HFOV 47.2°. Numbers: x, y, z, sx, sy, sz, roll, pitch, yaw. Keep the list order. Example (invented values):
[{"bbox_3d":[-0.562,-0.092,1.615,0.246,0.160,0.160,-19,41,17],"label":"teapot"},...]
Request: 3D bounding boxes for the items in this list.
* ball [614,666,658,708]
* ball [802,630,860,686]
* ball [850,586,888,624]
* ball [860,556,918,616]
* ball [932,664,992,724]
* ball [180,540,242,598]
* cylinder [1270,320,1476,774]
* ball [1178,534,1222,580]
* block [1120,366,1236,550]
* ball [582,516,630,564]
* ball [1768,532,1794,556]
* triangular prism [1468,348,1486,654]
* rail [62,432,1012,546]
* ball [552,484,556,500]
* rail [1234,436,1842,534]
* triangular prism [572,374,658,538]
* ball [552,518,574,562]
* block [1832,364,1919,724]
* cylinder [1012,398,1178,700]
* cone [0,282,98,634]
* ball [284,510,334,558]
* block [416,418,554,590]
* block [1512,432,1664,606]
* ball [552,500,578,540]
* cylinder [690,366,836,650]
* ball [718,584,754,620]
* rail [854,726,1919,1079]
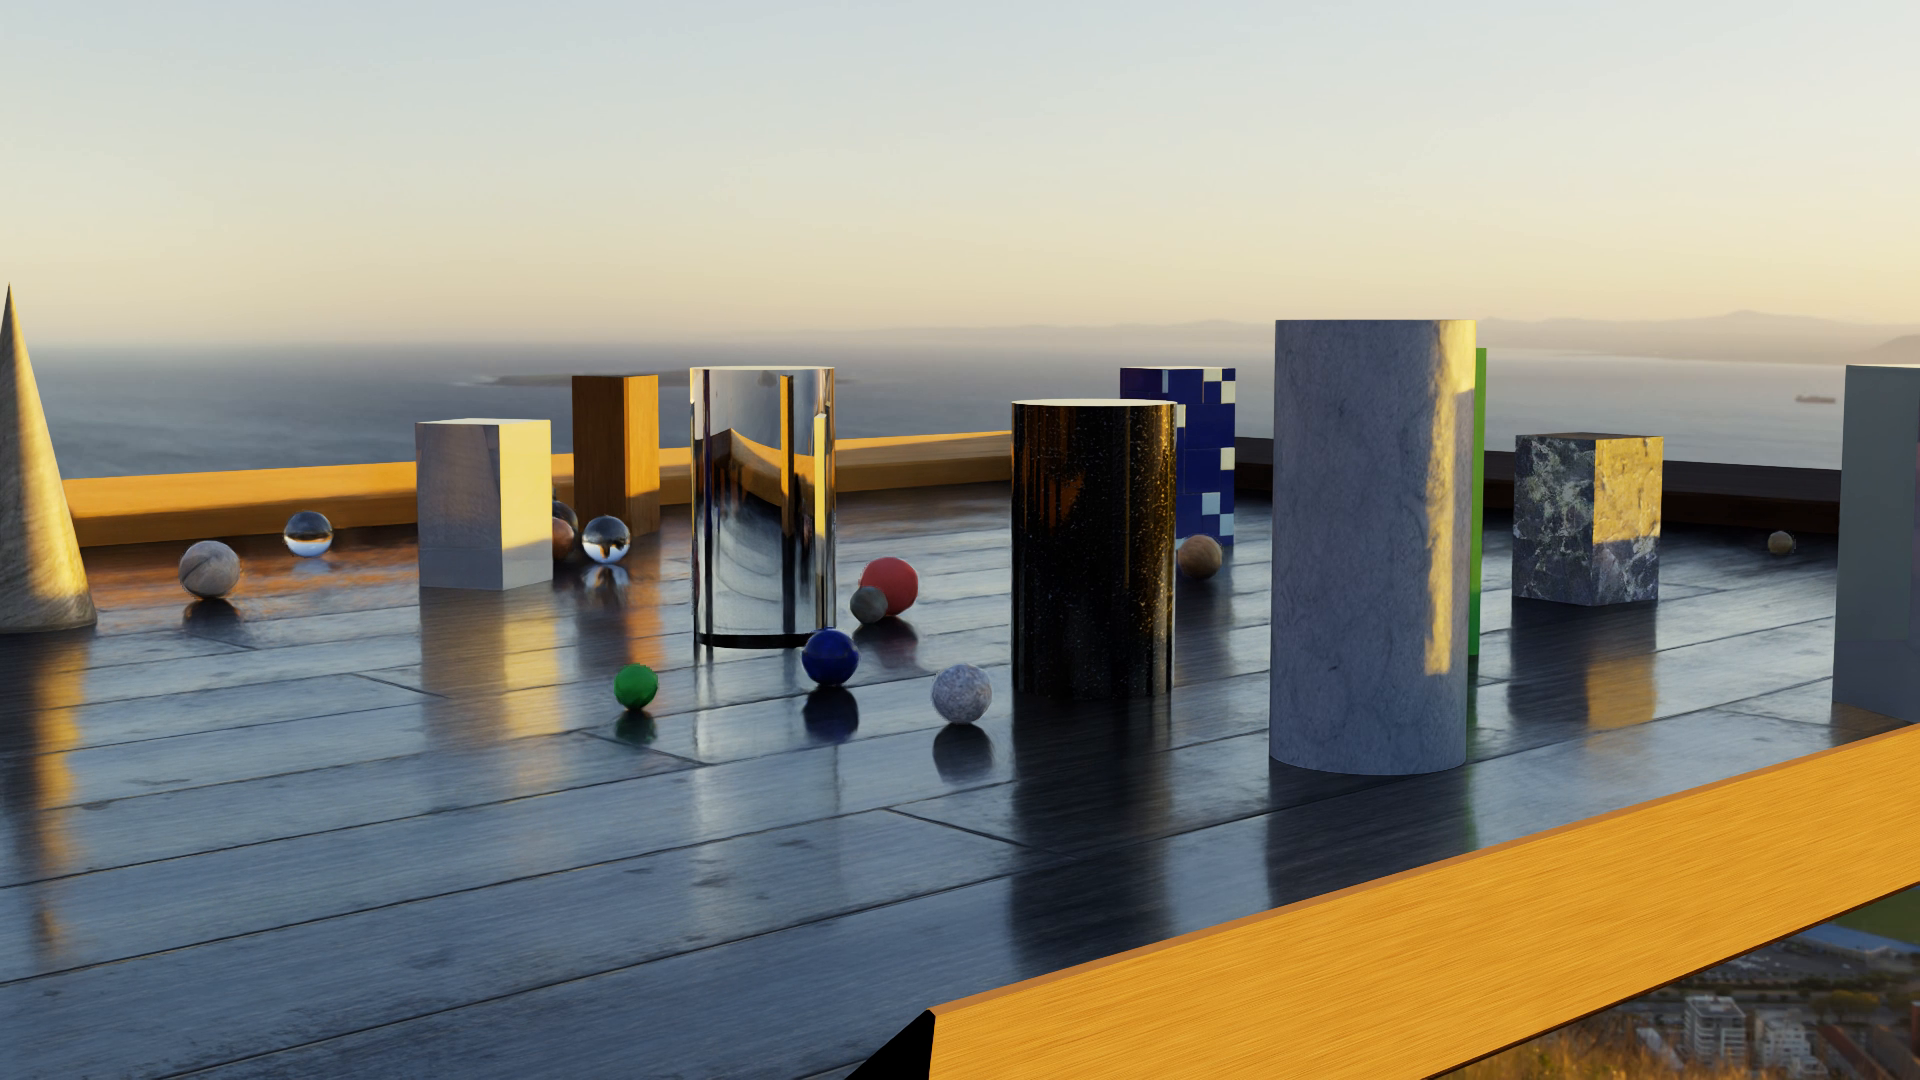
[{"bbox_3d":[-0.363,0.165,2.459,0.049,0.049,0.049,0,6,0],"label":"ball"},{"bbox_3d":[-0.153,0.139,2.607,0.068,0.068,0.068,0,6,0],"label":"ball"},{"bbox_3d":[-0.130,0.092,3.127,0.053,0.053,0.053,0,6,0],"label":"ball"},{"bbox_3d":[-0.103,0.067,3.209,0.086,0.086,0.086,0,6,0],"label":"ball"},{"bbox_3d":[0.002,0.165,2.373,0.065,0.065,0.065,0,6,0],"label":"ball"},{"bbox_3d":[-1.157,0.046,3.393,0.090,0.090,0.090,0,6,0],"label":"ball"},{"bbox_3d":[0.408,-0.001,2.184,0.194,0.434,0.194,0,6,0],"label":"cylinder"},{"bbox_3d":[0.396,0.029,3.632,0.075,0.075,0.075,0,6,0],"label":"ball"},{"bbox_3d":[0.411,-0.159,4.176,0.156,0.335,0.156,-4,7,-30],"label":"block"},{"bbox_3d":[-0.621,-0.001,3.862,0.085,0.085,0.085,0,6,0],"label":"ball"},{"bbox_3d":[1.487,0.006,3.987,0.044,0.044,0.044,0,6,0],"label":"ball"},{"bbox_3d":[0.566,-0.052,2.861,0.168,0.395,0.146,-3,7,-25],"label":"triangular prism"},{"bbox_3d":[-1.144,-0.096,4.565,3.975,0.126,0.045,-5,8,-42],"label":"rail"},{"bbox_3d":[-0.910,-0.094,4.688,0.097,0.097,0.097,0,6,0],"label":"ball"},{"bbox_3d":[1.443,-0.106,4.657,0.045,0.126,3.422,-5,8,-42],"label":"rail"},{"bbox_3d":[-0.660,-0.171,4.391,0.168,0.313,0.146,5,8,42],"label":"triangular prism"},{"bbox_3d":[-0.721,-0.001,3.888,0.079,0.079,0.079,0,6,0],"label":"ball"},{"bbox_3d":[1.091,-0.001,2.437,0.156,0.382,0.156,-2,6,-14],"label":"block"},{"bbox_3d":[0.157,0.005,2.599,0.194,0.336,0.194,0,6,0],"label":"cylinder"},{"bbox_3d":[-1.331,-0.122,3.102,0.194,0.485,0.194,0,6,0],"label":"cone"},{"bbox_3d":[-1.170,-0.010,3.950,0.085,0.085,0.085,0,6,0],"label":"ball"},{"bbox_3d":[-0.773,-0.061,3.582,0.156,0.264,0.156,2,6,20],"label":"block"},{"bbox_3d":[0.970,-0.036,3.405,0.156,0.250,0.156,-4,7,-34],"label":"block"},{"bbox_3d":[-0.752,-0.026,4.072,0.092,0.092,0.092,0,6,0],"label":"ball"},{"bbox_3d":[-0.265,-0.049,2.969,0.194,0.366,0.194,0,6,0],"label":"cylinder"},{"bbox_3d":[-0.323,0.090,3.163,0.051,0.051,0.051,0,6,0],"label":"ball"},{"bbox_3d":[1.144,0.162,2.099,3.975,0.126,0.045,-5,8,-42],"label":"rail"}]
